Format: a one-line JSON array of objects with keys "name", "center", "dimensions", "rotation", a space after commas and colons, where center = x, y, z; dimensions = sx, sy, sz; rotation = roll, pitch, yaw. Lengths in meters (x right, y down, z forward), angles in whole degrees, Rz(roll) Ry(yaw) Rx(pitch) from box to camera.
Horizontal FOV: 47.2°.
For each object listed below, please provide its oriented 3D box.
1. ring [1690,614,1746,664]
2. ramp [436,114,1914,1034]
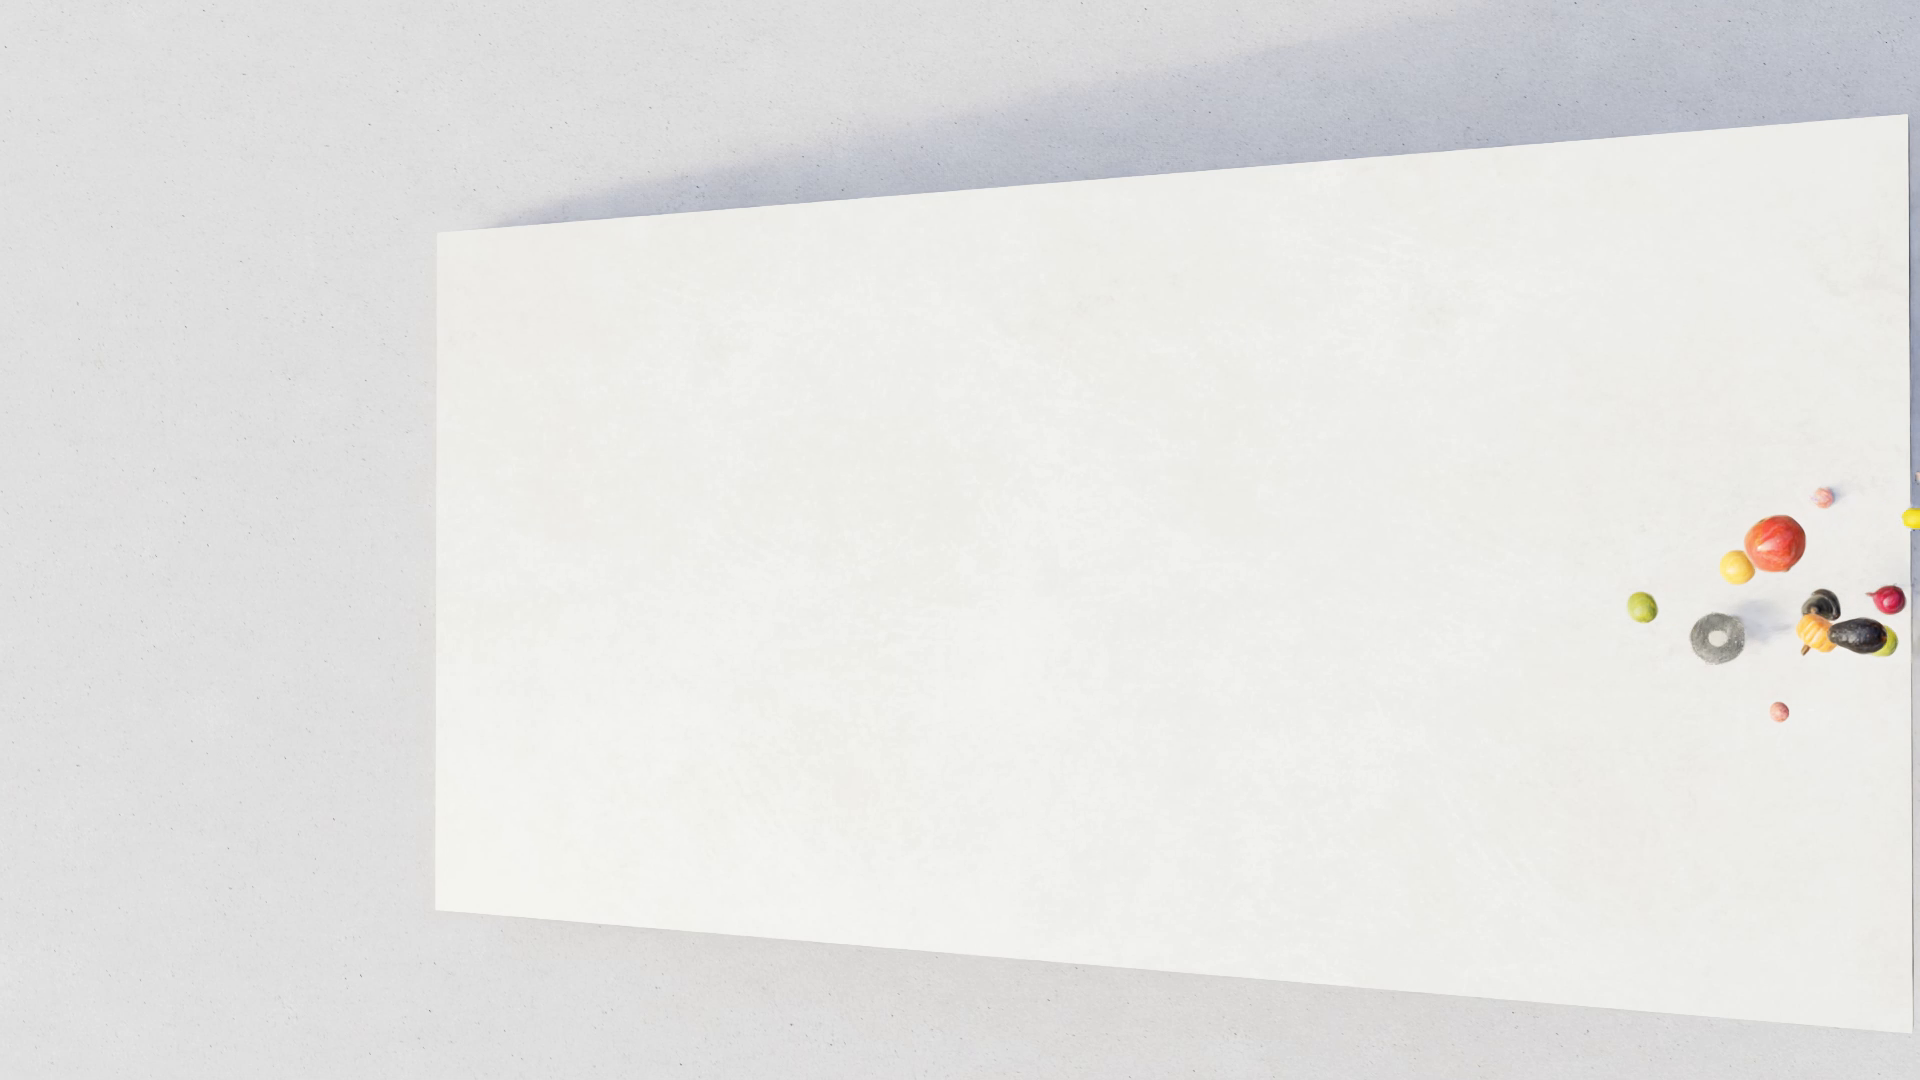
[{"name": "ring", "center": [1.682, 0.218, 4.883], "dimensions": [0.118, 0.039, 0.118], "rotation": [-5, 67, 13]}, {"name": "ramp", "center": [0.282, 0.081, 5.686], "dimensions": [4.000, 0.100, 2.000], "rotation": [0, 89, 25]}]
